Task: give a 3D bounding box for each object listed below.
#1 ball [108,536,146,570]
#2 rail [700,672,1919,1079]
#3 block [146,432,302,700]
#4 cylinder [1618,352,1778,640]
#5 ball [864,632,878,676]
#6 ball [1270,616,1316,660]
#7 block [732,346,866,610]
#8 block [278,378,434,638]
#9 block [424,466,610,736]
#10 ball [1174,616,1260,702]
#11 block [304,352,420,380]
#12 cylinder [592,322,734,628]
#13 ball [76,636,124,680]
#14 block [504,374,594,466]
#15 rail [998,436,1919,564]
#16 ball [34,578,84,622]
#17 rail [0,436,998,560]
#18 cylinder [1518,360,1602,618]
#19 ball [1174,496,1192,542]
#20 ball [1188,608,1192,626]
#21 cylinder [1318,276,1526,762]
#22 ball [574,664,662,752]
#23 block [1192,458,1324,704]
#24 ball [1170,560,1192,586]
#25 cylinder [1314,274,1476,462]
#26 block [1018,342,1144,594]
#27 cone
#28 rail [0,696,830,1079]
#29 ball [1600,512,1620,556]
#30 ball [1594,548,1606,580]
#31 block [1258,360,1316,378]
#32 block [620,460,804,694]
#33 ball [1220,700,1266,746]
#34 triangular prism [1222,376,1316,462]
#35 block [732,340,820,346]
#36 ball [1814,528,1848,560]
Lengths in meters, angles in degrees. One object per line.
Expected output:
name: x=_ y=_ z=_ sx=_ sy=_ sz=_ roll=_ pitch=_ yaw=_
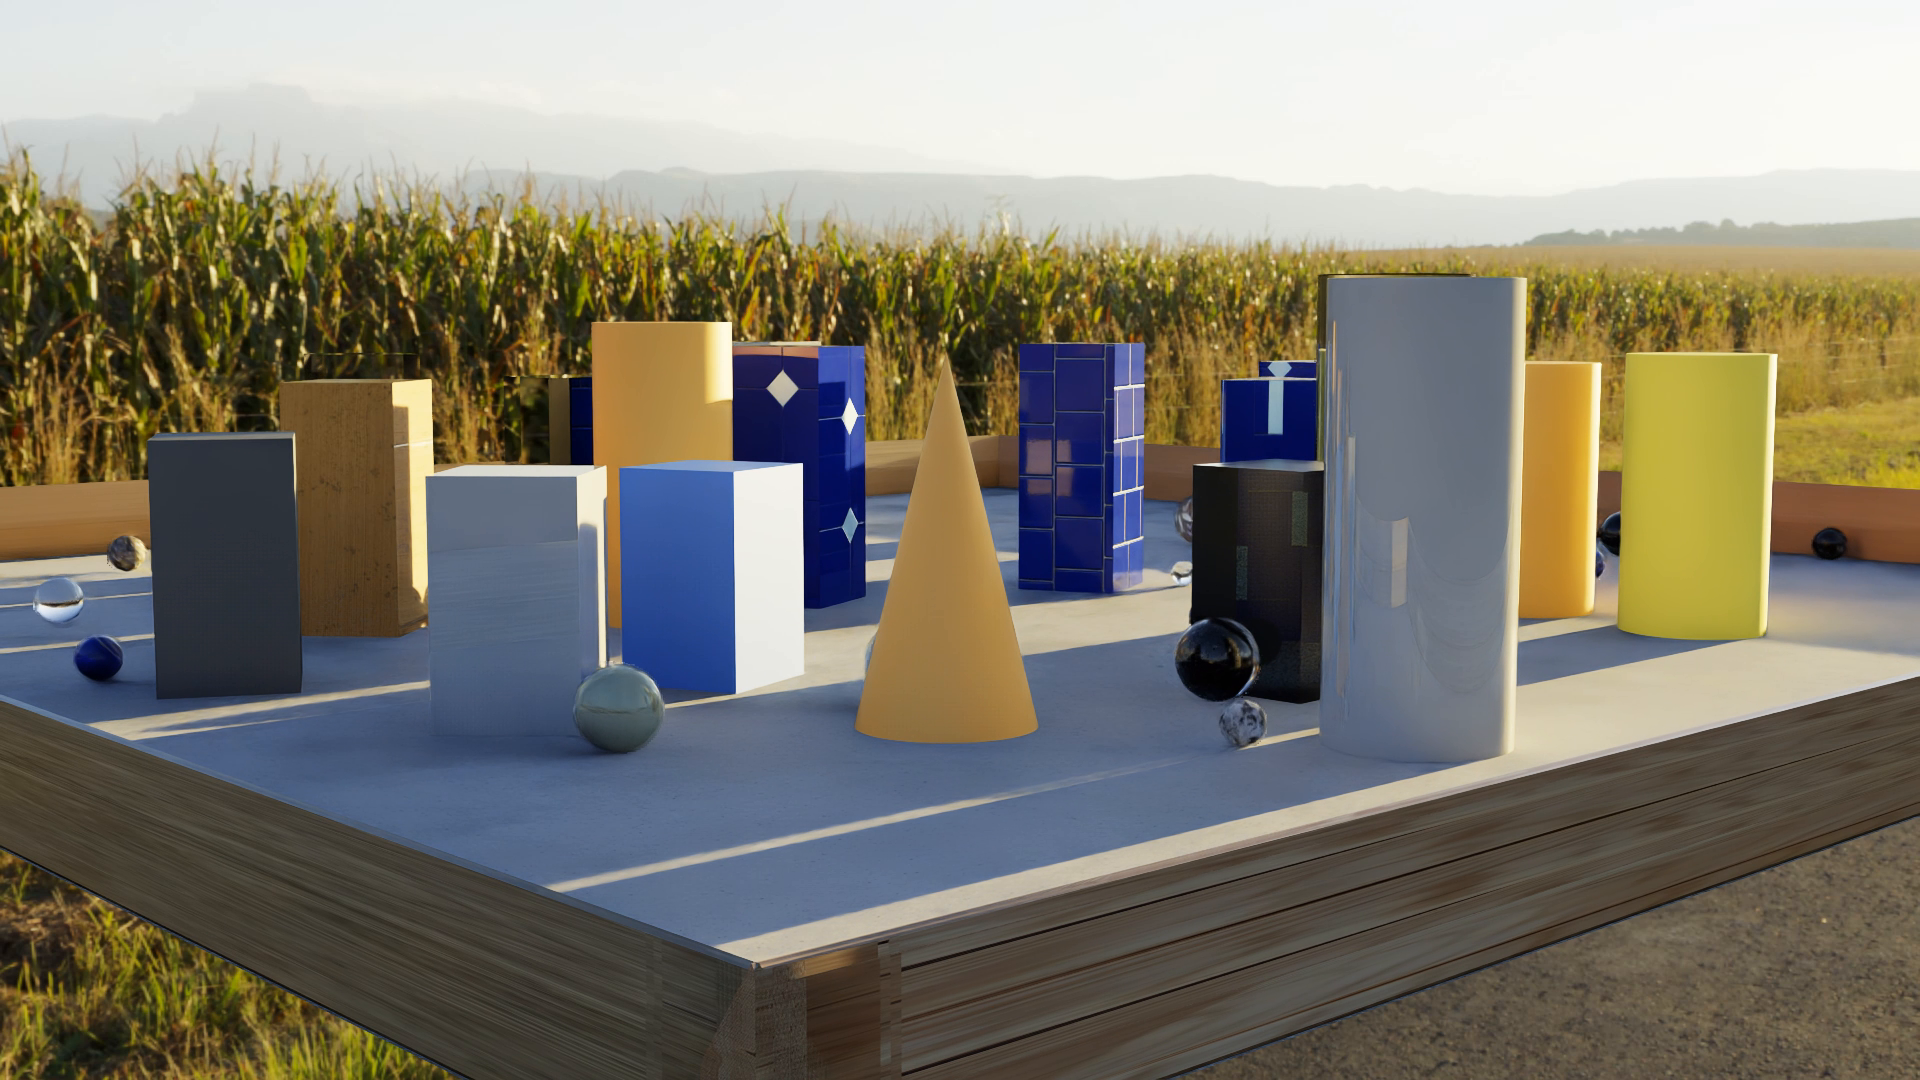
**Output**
ball: x=-1.430 y=0.023 z=3.775 sx=0.061 sy=0.061 sz=0.061 roll=0 pitch=6 yaw=0
rail: x=1.074 y=0.154 z=2.175 sx=3.235 sy=0.129 sz=0.045 roll=-5 pitch=8 yaw=-42
block: x=-0.868 y=0.025 z=2.609 sx=0.159 sy=0.298 sz=0.159 roll=-2 pitch=6 yaw=-16
cylinder: x=1.025 y=-0.066 z=3.062 sx=0.198 sy=0.385 sz=0.198 roll=0 pitch=6 yaw=0
ball: x=-0.062 y=0.139 z=2.497 sx=0.094 sy=0.094 sz=0.094 roll=0 pitch=6 yaw=0
ball: x=0.426 y=0.125 z=2.808 sx=0.058 sy=0.058 sz=0.058 roll=0 pitch=6 yaw=0
block: x=-0.251 y=-0.102 z=3.376 sx=0.159 sy=0.391 sz=0.159 roll=3 pitch=6 yaw=23
block: x=-0.839 y=-0.049 z=3.076 sx=0.159 sy=0.347 sz=0.159 roll=1 pitch=6 yaw=5
block: x=-0.474 y=0.062 z=2.374 sx=0.159 sy=0.274 sz=0.159 roll=0 pitch=6 yaw=2
ball: x=0.294 y=0.136 z=2.514 sx=0.097 sy=0.097 sz=0.097 roll=0 pitch=6 yaw=0
block: x=-1.036 y=-0.138 z=3.824 sx=0.159 sy=0.370 sz=0.159 roll=-3 pitch=7 yaw=-29
cylinder: x=-0.425 y=-0.097 z=3.154 sx=0.198 sy=0.428 sz=0.198 roll=0 pitch=6 yaw=0
ball: x=-1.039 y=0.143 z=2.655 sx=0.054 sy=0.054 sz=0.054 roll=0 pitch=6 yaw=0
block: x=-0.691 y=-0.123 z=3.875 sx=0.159 sy=0.330 sz=0.159 roll=-5 pitch=8 yaw=-40
rail: x=1.171 y=-0.078 z=4.407 sx=0.045 sy=0.129 sz=3.214 roll=-5 pitch=8 yaw=-42
ball: x=-1.288 y=0.086 z=3.145 sx=0.065 sy=0.065 sz=0.065 roll=0 pitch=6 yaw=0
rail: x=-1.074 y=-0.087 z=4.489 sx=3.235 sy=0.129 sz=0.045 roll=-5 pitch=8 yaw=-42
cylinder: x=0.845 y=-0.080 z=3.273 sx=0.198 sy=0.368 sz=0.198 roll=0 pitch=6 yaw=0
ball: x=0.460 y=-0.040 z=4.202 sx=0.098 sy=0.098 sz=0.098 roll=0 pitch=6 yaw=0
ball: x=0.340 y=0.106 z=3.049 sx=0.045 sy=0.045 sz=0.045 roll=0 pitch=6 yaw=0
cylinder: x=0.471 y=-0.027 z=2.249 sx=0.198 sy=0.477 sz=0.198 roll=0 pitch=6 yaw=0
ball: x=-0.346 y=0.170 z=2.225 sx=0.089 sy=0.089 sz=0.089 roll=0 pitch=6 yaw=0
block: x=0.386 y=0.043 z=2.595 sx=0.159 sy=0.264 sz=0.159 roll=6 pitch=8 yaw=45
ball: x=0.363 y=0.054 z=3.569 sx=0.041 sy=0.041 sz=0.041 roll=0 pitch=6 yaw=0
cylinder: x=0.556 y=-0.094 z=2.826 sx=0.198 sy=0.490 sz=0.198 roll=0 pitch=6 yaw=0
block: x=0.197 y=-0.121 z=3.552 sx=0.159 sy=0.392 sz=0.159 roll=2 pitch=6 yaw=22
cone: x=-0.015 y=0.000 z=2.349 sx=0.198 sy=0.402 sz=0.198 roll=0 pitch=6 yaw=0
rail: x=-1.171 y=0.146 z=2.257 sx=0.045 sy=0.129 sz=3.214 roll=-5 pitch=8 yaw=-42
ball: x=1.206 y=-0.011 z=3.996 sx=0.082 sy=0.082 sz=0.082 roll=0 pitch=6 yaw=0
ball: x=1.036 y=0.038 z=3.635 sx=0.059 sy=0.059 sz=0.059 roll=0 pitch=6 yaw=0
block: x=0.687 y=-0.172 z=4.260 sx=0.159 sy=0.347 sz=0.159 roll=5 pitch=8 yaw=40
block: x=-0.298 y=0.040 z=2.655 sx=0.159 sy=0.259 sz=0.159 roll=3 pitch=7 yaw=26
ball: x=0.290 y=0.188 z=2.257 sx=0.047 sy=0.047 sz=0.047 roll=0 pitch=6 yaw=0
triangular prism: x=0.441 y=-0.051 z=3.083 sx=0.172 sy=0.351 sz=0.149 roll=0 pitch=6 yaw=-2
block: x=-0.392 y=-0.209 z=4.448 sx=0.159 sy=0.383 sz=0.159 roll=4 pitch=7 yaw=35
ball: x=1.560 y=0.007 z=3.942 sx=0.057 sy=0.057 sz=0.057 roll=0 pitch=6 yaw=0
